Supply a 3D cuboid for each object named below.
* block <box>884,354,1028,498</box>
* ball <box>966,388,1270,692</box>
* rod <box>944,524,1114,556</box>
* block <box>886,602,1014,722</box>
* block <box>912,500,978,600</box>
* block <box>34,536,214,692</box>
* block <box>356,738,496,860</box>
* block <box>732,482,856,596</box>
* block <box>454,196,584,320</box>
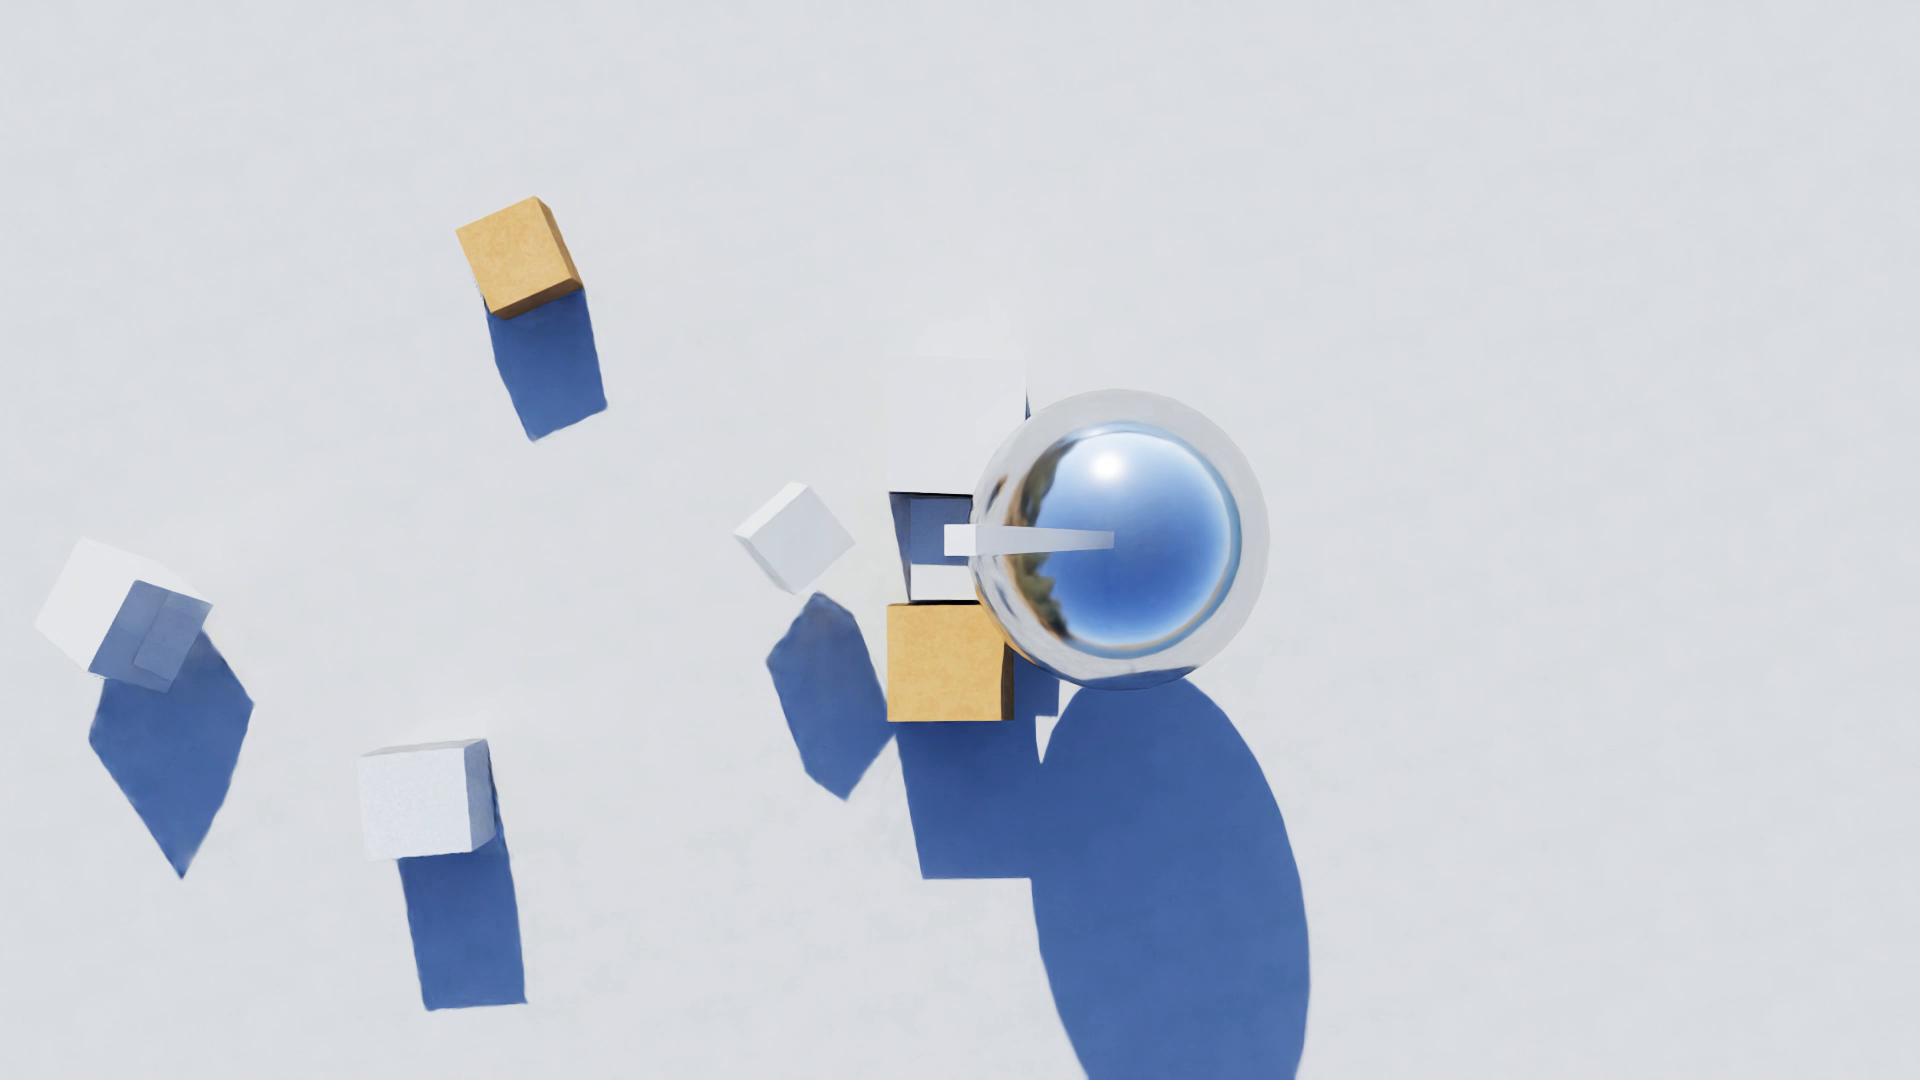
[{"bbox_3d":[-0.025,-0.635,12.593,0.766,0.814,0.755,2,90,0],"label":"block"},{"bbox_3d":[0.830,0.000,11.599,1.600,1.600,1.600,0,90,0],"label":"ball"},{"bbox_3d":[0.360,0.000,8.232,0.080,5.200,0.080,0,90,8],"label":"rod"},{"bbox_3d":[-0.054,0.694,12.689,0.713,0.622,0.649,-1,90,0],"label":"block"},{"bbox_3d":[0.005,0.053,12.722,0.564,0.556,0.568,0,90,0],"label":"block"},{"bbox_3d":[-4.787,0.428,12.592,0.635,0.546,0.578,28,90,37],"label":"block"},{"bbox_3d":[-3.073,1.488,12.689,0.603,0.622,0.586,-5,90,0],"label":"block"},{"bbox_3d":[-0.938,-0.013,12.411,0.451,0.432,0.422,-42,105,-10],"label":"block"},{"bbox_3d":[-2.551,-1.631,12.772,0.500,0.457,0.513,-24,90,0],"label":"block"}]
